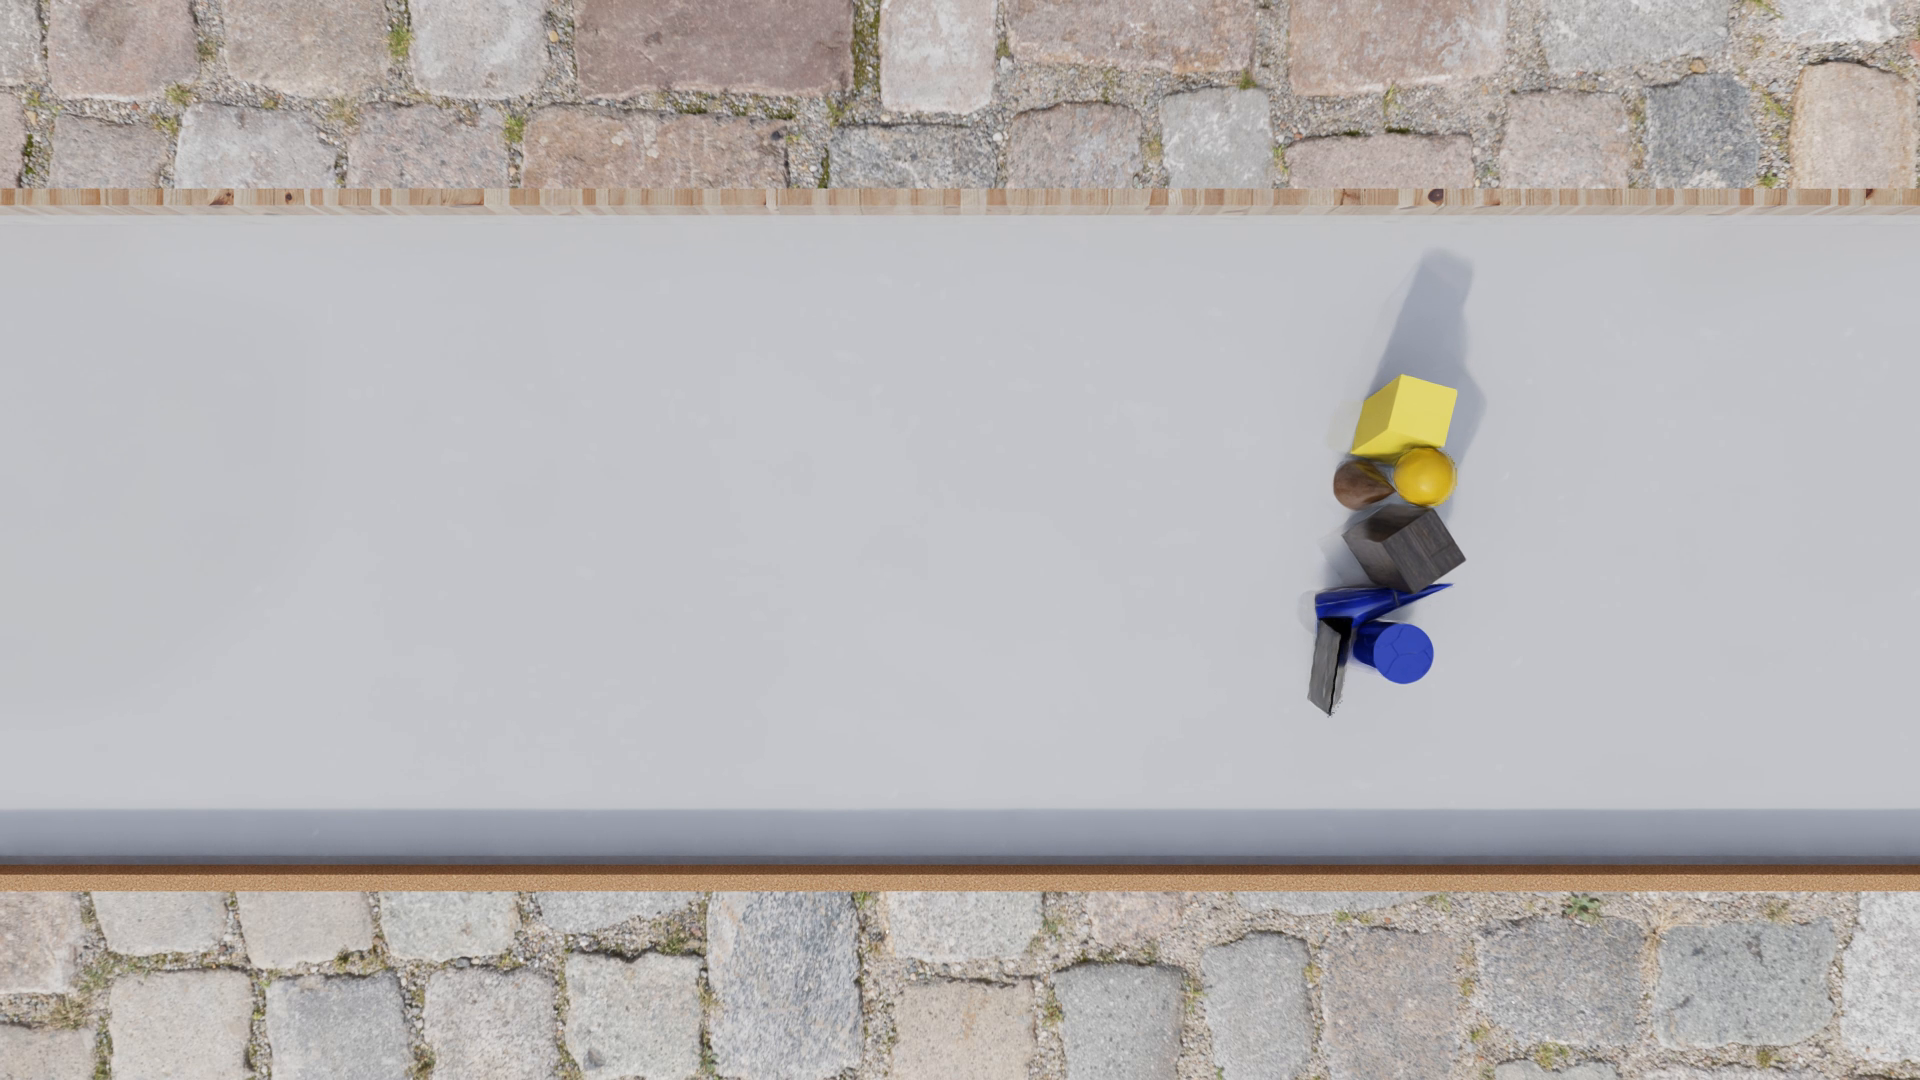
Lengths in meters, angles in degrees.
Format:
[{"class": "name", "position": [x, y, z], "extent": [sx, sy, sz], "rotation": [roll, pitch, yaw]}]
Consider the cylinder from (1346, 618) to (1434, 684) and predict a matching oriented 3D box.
[{"class": "cylinder", "position": [1.263, 0.324, 4.887], "extent": [0.173, 0.380, 0.173], "rotation": [0, 90, 0]}]

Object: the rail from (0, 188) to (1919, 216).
[{"class": "rail", "position": [-2.247, -1.025, 5.002], "extent": [12.000, 0.150, 0.050], "rotation": [0, 90, 0]}]

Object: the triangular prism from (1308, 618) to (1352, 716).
[{"class": "triangular prism", "position": [1.120, 0.382, 4.958], "extent": [0.100, 0.087, 0.300], "rotation": [0, 122, -1]}]

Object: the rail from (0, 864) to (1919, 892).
[{"class": "rail", "position": [-2.247, 1.025, 5.001], "extent": [12.000, 0.150, 0.050], "rotation": [0, 90, 0]}]

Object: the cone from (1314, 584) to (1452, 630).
[{"class": "cone", "position": [1.278, 0.177, 4.912], "extent": [0.412, 0.146, 0.146], "rotation": [-17, 90, 29]}]

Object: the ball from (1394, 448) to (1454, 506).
[{"class": "ball", "position": [1.331, -0.181, 4.731], "extent": [0.170, 0.170, 0.170], "rotation": [0, 90, 0]}]

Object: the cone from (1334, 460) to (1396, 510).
[{"class": "cone", "position": [1.239, -0.155, 4.906], "extent": [0.156, 0.322, 0.156], "rotation": [-1, 95, -6]}]

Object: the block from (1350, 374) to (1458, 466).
[{"class": "block", "position": [1.307, -0.346, 4.873], "extent": [0.167, 0.389, 0.167], "rotation": [16, 83, 0]}]

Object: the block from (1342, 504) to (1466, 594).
[{"class": "block", "position": [1.302, 0.021, 4.864], "extent": [0.177, 0.414, 0.177], "rotation": [-34, 94, 0]}]
